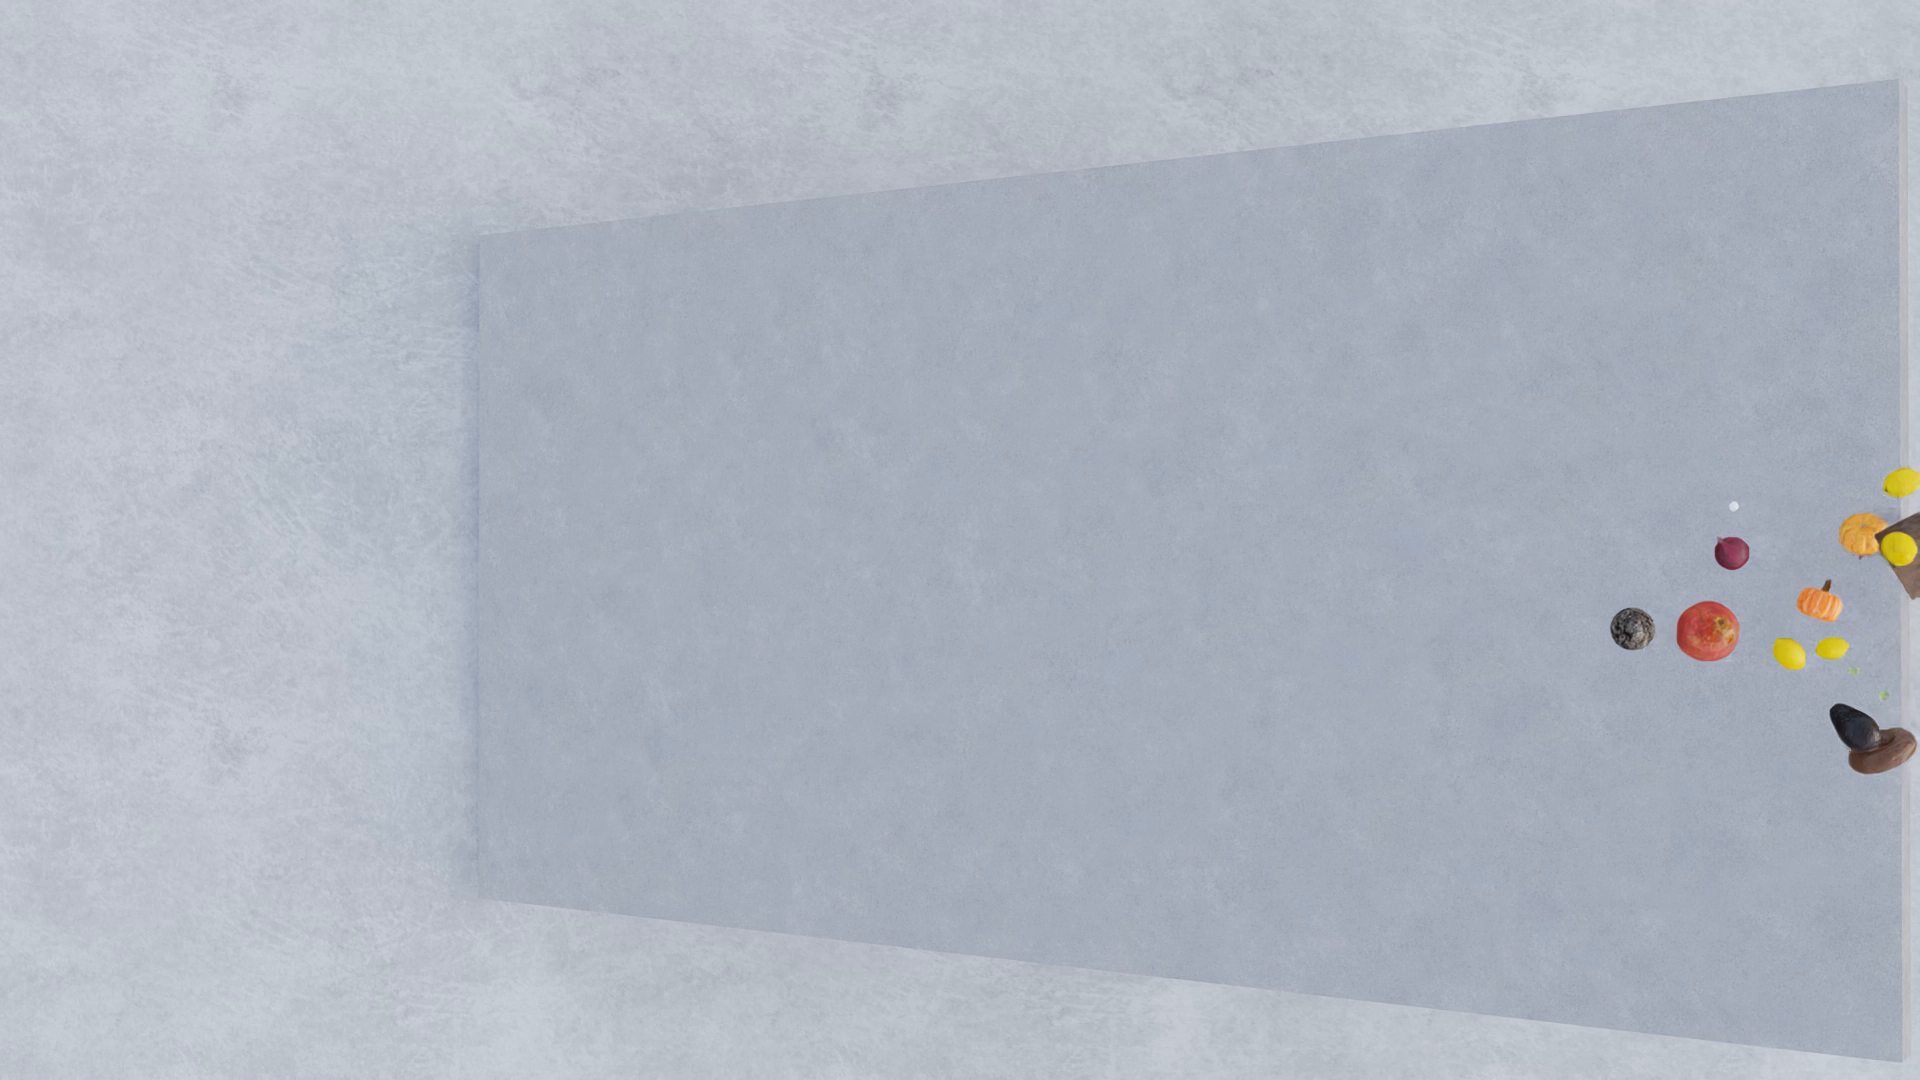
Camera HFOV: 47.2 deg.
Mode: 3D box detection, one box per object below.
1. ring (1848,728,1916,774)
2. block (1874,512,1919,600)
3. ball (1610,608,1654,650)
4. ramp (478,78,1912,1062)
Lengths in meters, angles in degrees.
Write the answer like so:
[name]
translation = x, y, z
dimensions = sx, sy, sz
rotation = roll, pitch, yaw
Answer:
[ring]
translation = 1.564, 0.358, 3.728
dimensions = 0.115, 0.115, 0.038
rotation = -30, 96, 0
[block]
translation = 1.693, 0.027, 3.888
dimensions = 0.093, 0.093, 0.093
rotation = -31, 122, 21
[ball]
translation = 1.409, 0.187, 4.606
dimensions = 0.089, 0.089, 0.089
rotation = 0, 90, 0
[ramp]
translation = 0.257, 0.071, 5.594
dimensions = 4.000, 0.100, 2.000
rotation = 0, 89, 33
